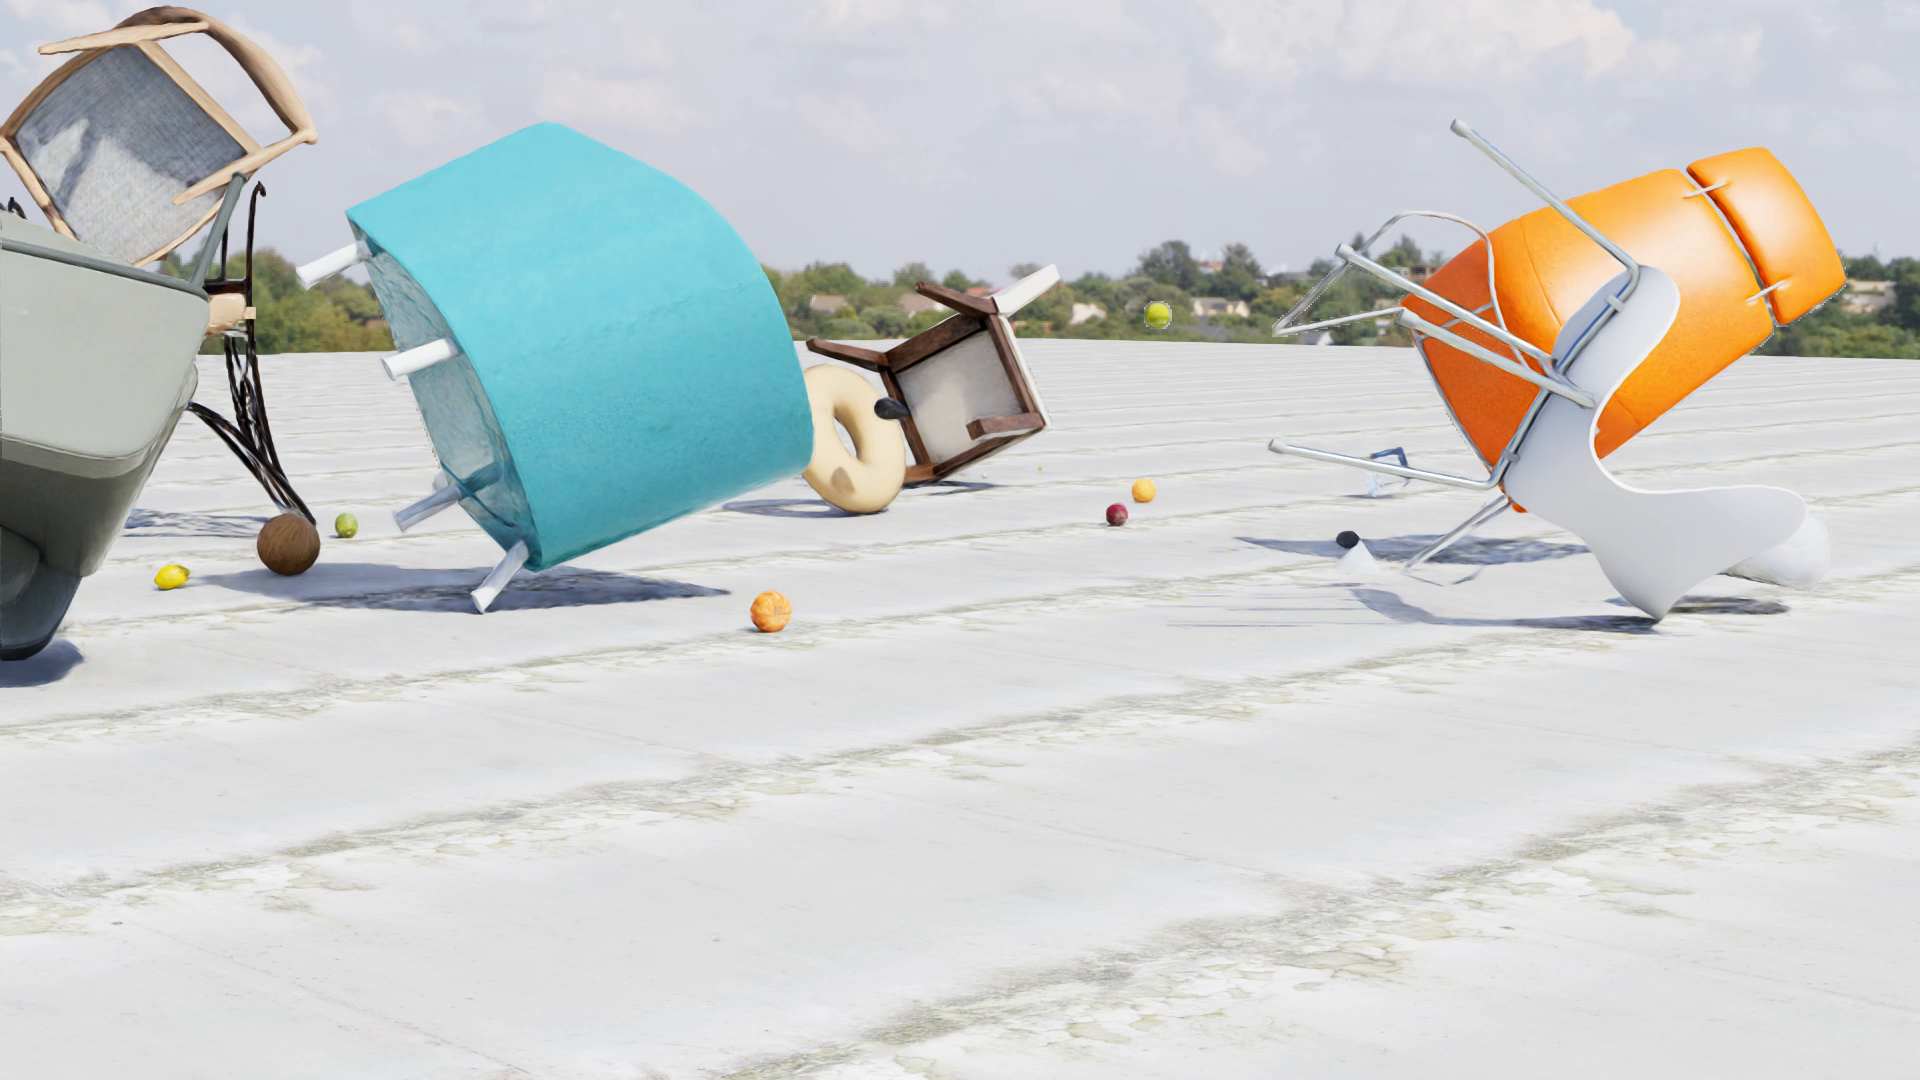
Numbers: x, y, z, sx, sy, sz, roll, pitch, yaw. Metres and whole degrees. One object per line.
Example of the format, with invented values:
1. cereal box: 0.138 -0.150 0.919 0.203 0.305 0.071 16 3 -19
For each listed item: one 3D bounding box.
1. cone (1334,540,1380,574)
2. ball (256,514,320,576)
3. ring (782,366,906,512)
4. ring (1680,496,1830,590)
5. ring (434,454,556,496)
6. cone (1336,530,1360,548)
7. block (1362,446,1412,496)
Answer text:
1. cone: 0.846 0.030 5.443 0.107 0.065 0.058 -1 22 -19
2. ball: -1.478 0.010 5.650 0.136 0.136 0.136 0 6 0
3. ring: -0.319 -0.283 7.147 0.129 0.443 0.514 -29 11 28
4. ring: 1.565 0.006 5.054 0.316 0.146 0.282 10 2 -42
5. ring: -1.426 -0.201 7.854 0.373 0.059 0.378 -2 15 18
6. cone: 0.941 0.005 6.241 0.057 0.046 0.035 -7 -22 -2
7. block: 1.271 -0.203 7.629 0.097 0.101 0.110 -12 -17 -10
